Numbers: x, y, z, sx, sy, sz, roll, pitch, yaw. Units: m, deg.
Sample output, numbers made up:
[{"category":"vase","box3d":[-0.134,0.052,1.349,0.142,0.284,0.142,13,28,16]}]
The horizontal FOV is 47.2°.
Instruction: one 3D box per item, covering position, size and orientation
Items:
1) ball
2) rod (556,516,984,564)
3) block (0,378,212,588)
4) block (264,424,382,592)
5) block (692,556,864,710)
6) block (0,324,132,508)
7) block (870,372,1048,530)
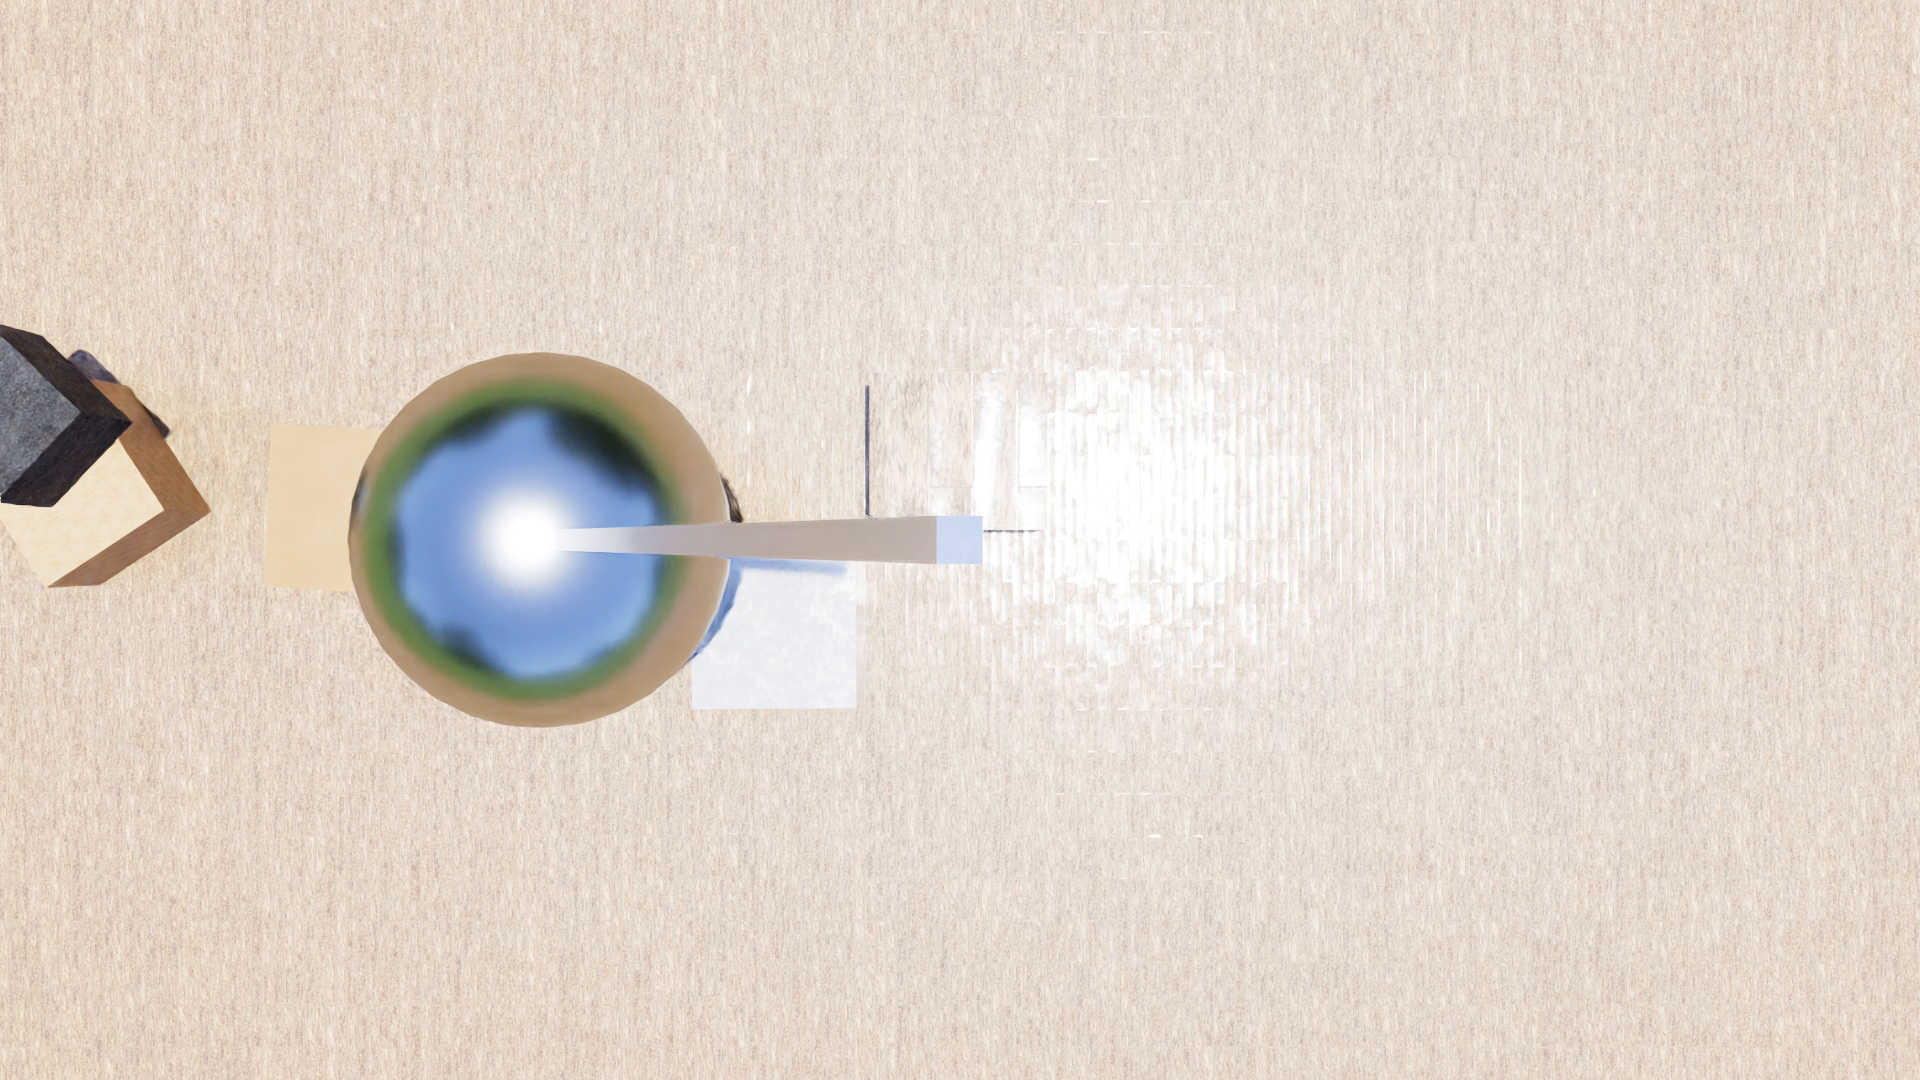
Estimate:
[{"category":"ball","box3d":[-1.771,0.000,9.340,1.600,1.600,1.600,0,90,0]},{"category":"rod","box3d":[-0.767,0.000,6.091,0.080,5.200,0.080,0,90,-17]},{"category":"block","box3d":[-4.995,-0.322,12.608,0.789,0.784,0.889,-33,90,0]},{"category":"block","box3d":[-3.282,-0.164,12.479,0.968,1.041,0.888,3,90,0]},{"category":"block","box3d":[-1.019,0.434,12.511,0.900,0.979,0.975,0,90,0]},{"category":"block","box3d":[-5.076,-0.666,11.867,0.707,0.686,0.653,43,90,2]},{"category":"block","box3d":[-0.007,-0.492,12.586,0.986,0.827,0.870,0,90,0]}]
